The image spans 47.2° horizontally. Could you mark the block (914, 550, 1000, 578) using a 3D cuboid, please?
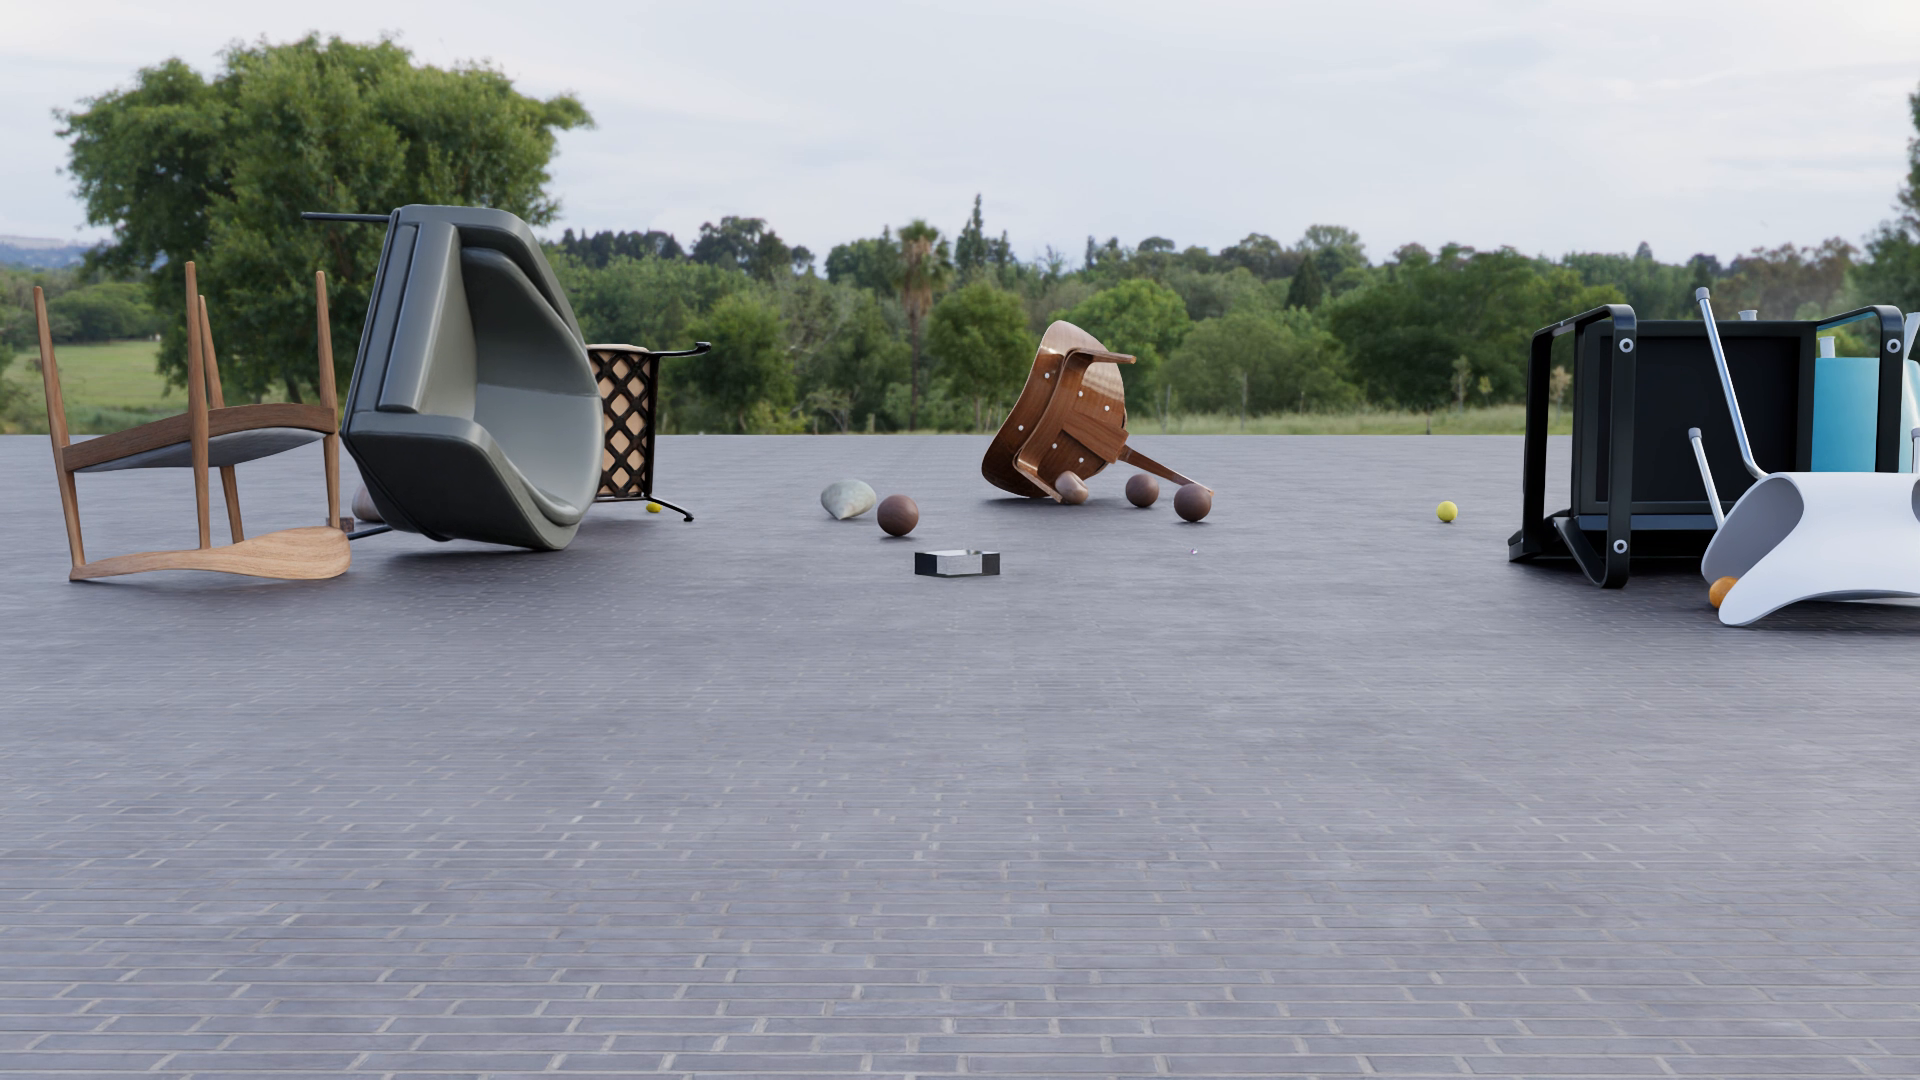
[{"bbox_3d":[-0.007,0.057,5.322,0.157,0.053,0.135,-3,5,-36],"label":"block"}]

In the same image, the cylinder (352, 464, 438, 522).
[{"bbox_3d":[-1.931,-0.161,7.516,0.136,0.162,0.294,2,28,29],"label":"cylinder"}]

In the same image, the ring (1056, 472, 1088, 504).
[{"bbox_3d":[0.437,-0.203,8.587,0.140,0.082,0.199,44,11,-7],"label":"ring"}]

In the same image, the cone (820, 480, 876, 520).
[{"bbox_3d":[-0.403,-0.107,7.610,0.201,0.147,0.156,-9,28,15],"label":"cone"}]

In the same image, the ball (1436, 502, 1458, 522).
[{"bbox_3d":[1.647,-0.096,7.437,0.070,0.070,0.070,0,4,0],"label":"ball"}]

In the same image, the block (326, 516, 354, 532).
[{"bbox_3d":[-1.960,-0.049,6.948,0.079,0.043,0.083,-2,4,-22],"label":"block"}]
